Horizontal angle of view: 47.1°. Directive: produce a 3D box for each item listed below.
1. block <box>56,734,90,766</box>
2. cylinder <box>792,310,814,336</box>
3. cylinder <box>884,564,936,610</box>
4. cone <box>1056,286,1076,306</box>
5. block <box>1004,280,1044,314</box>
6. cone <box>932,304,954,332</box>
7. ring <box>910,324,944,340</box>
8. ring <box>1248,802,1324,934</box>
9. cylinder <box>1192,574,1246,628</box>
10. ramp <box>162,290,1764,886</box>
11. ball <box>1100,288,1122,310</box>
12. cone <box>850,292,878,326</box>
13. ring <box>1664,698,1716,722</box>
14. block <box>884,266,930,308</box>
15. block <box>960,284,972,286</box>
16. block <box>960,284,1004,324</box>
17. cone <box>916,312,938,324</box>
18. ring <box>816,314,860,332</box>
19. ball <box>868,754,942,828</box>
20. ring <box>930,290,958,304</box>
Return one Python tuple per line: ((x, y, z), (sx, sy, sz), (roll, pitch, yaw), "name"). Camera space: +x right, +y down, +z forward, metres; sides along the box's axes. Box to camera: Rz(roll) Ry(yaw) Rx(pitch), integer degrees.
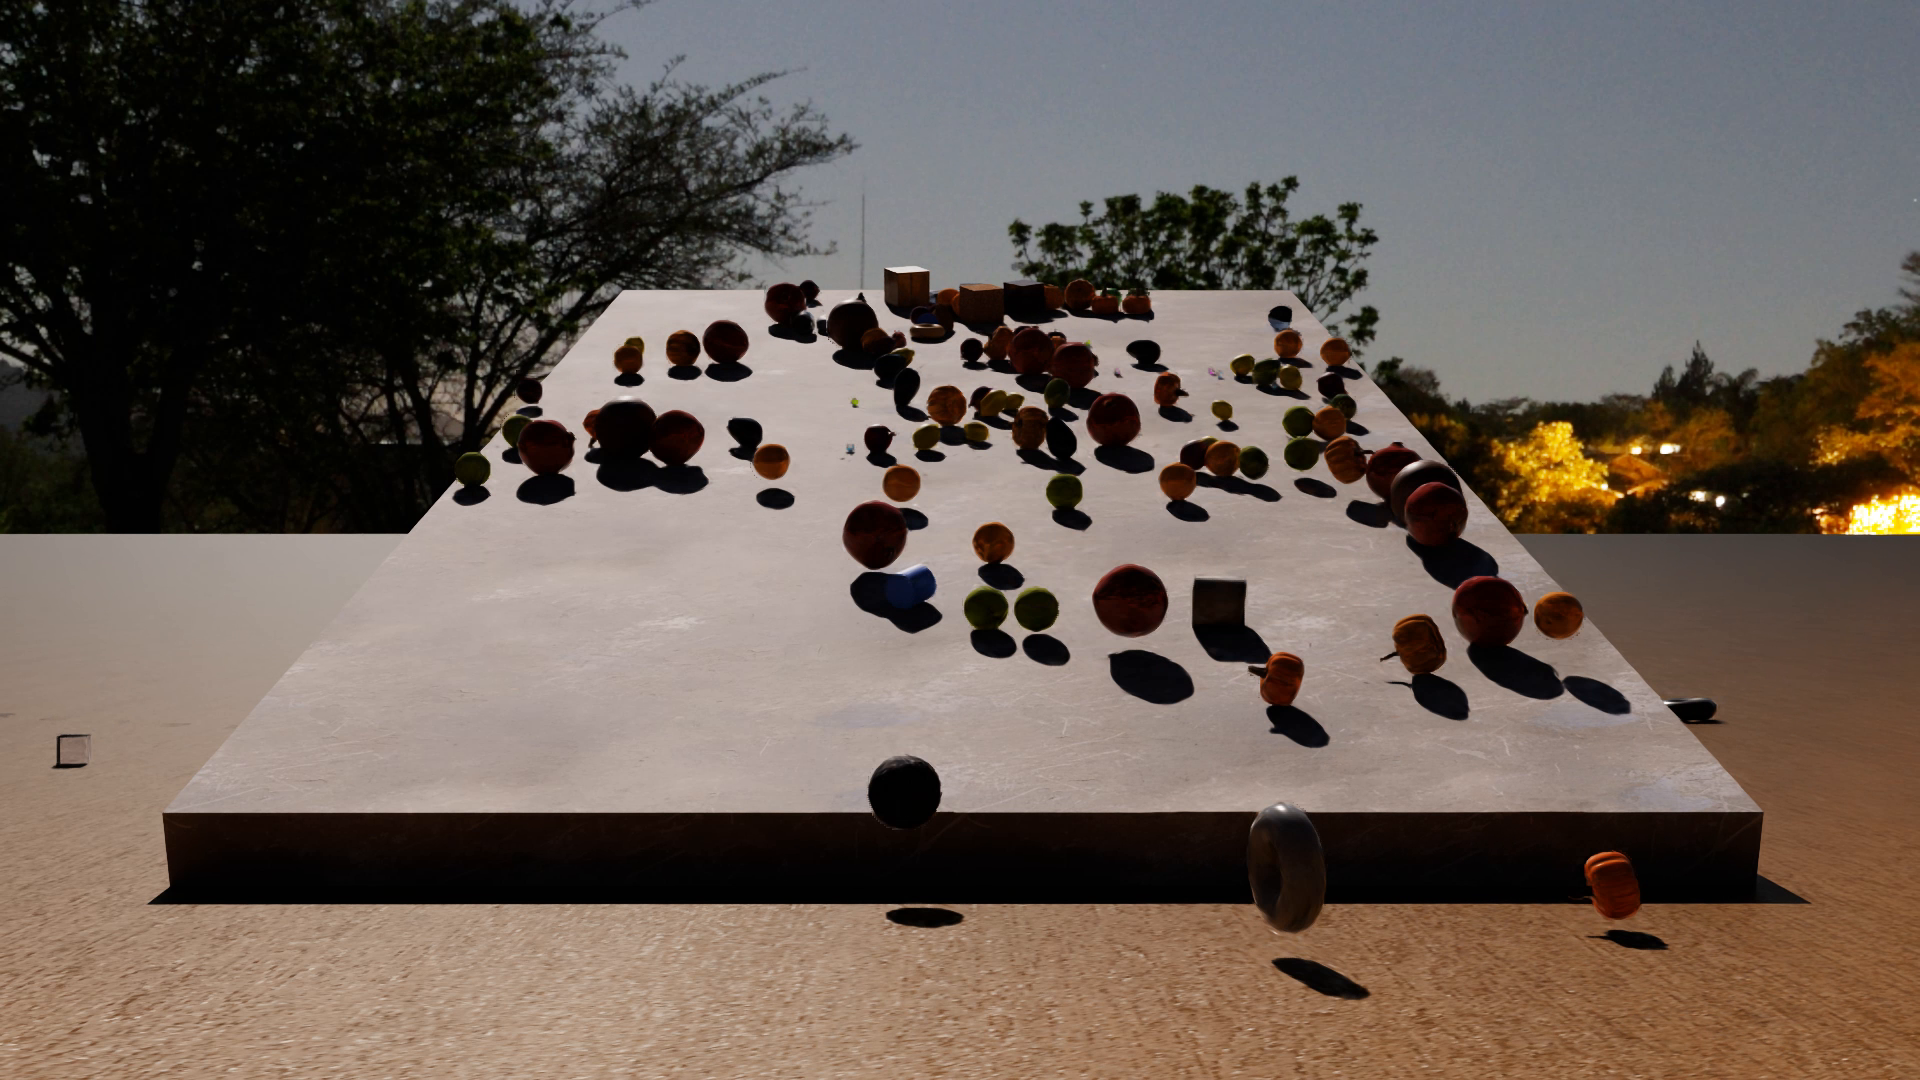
((-1.696, 0.402, 4.219), (0.053, 0.053, 0.053), (0, 0, -13), "block")
((-0.418, -0.580, 5.901), (0.057, 0.057, 0.057), (0, 16, -3), "cylinder")
((-0.080, 0.077, 3.573), (0.060, 0.060, 0.060), (0, 13, 34), "cylinder")
((0.310, -0.695, 6.366), (0.059, 0.059, 0.059), (0, -11, 11), "cone")
((0.180, -0.688, 6.241), (0.081, 0.081, 0.081), (-13, 20, -38), "block")
((-0.072, -0.588, 5.970), (0.079, 0.079, 0.079), (-22, -12, 32), "cone")
((-0.087, -0.555, 5.860), (0.095, 0.032, 0.095), (1, 15, 0), "ring")
((0.343, 0.345, 2.317), (0.046, 0.137, 0.137), (-3, 1, -15), "ring")
((0.407, 0.097, 3.461), (0.081, 0.081, 0.081), (3, 1, 8), "cylinder")
((-0.002, -0.156, 4.690), (2.000, 0.100, 4.000), (0, 16, 0), "ramp")
((0.429, -0.686, 6.267), (0.063, 0.063, 0.063), (0, 0, 0), "ball")
((-0.271, -0.638, 6.044), (0.091, 0.091, 0.091), (0, 16, 0), "cone")
((1.706, 0.399, 5.186), (0.141, 0.047, 0.141), (-4, -1, 0), "ring")
((-0.153, -0.731, 6.360), (0.099, 0.099, 0.099), (-7, 17, -24), "block")
((0.033, -0.694, 6.286), (0.067, 0.067, 0.067), (1, 16, 2), "block")
((0.059, -0.654, 6.098), (0.092, 0.092, 0.092), (-7, 17, -24), "block")
((-0.085, -0.575, 5.939), (0.060, 0.060, 0.060), (0, -11, 5), "cone")
((-0.331, -0.588, 5.962), (0.116, 0.039, 0.116), (-1, 17, 0), "ring")
((-0.067, 0.308, 2.701), (0.090, 0.090, 0.090), (0, 0, 0), "ball")
((-0.051, -0.704, 6.389), (0.092, 0.031, 0.092), (1, 15, 0), "ring")
